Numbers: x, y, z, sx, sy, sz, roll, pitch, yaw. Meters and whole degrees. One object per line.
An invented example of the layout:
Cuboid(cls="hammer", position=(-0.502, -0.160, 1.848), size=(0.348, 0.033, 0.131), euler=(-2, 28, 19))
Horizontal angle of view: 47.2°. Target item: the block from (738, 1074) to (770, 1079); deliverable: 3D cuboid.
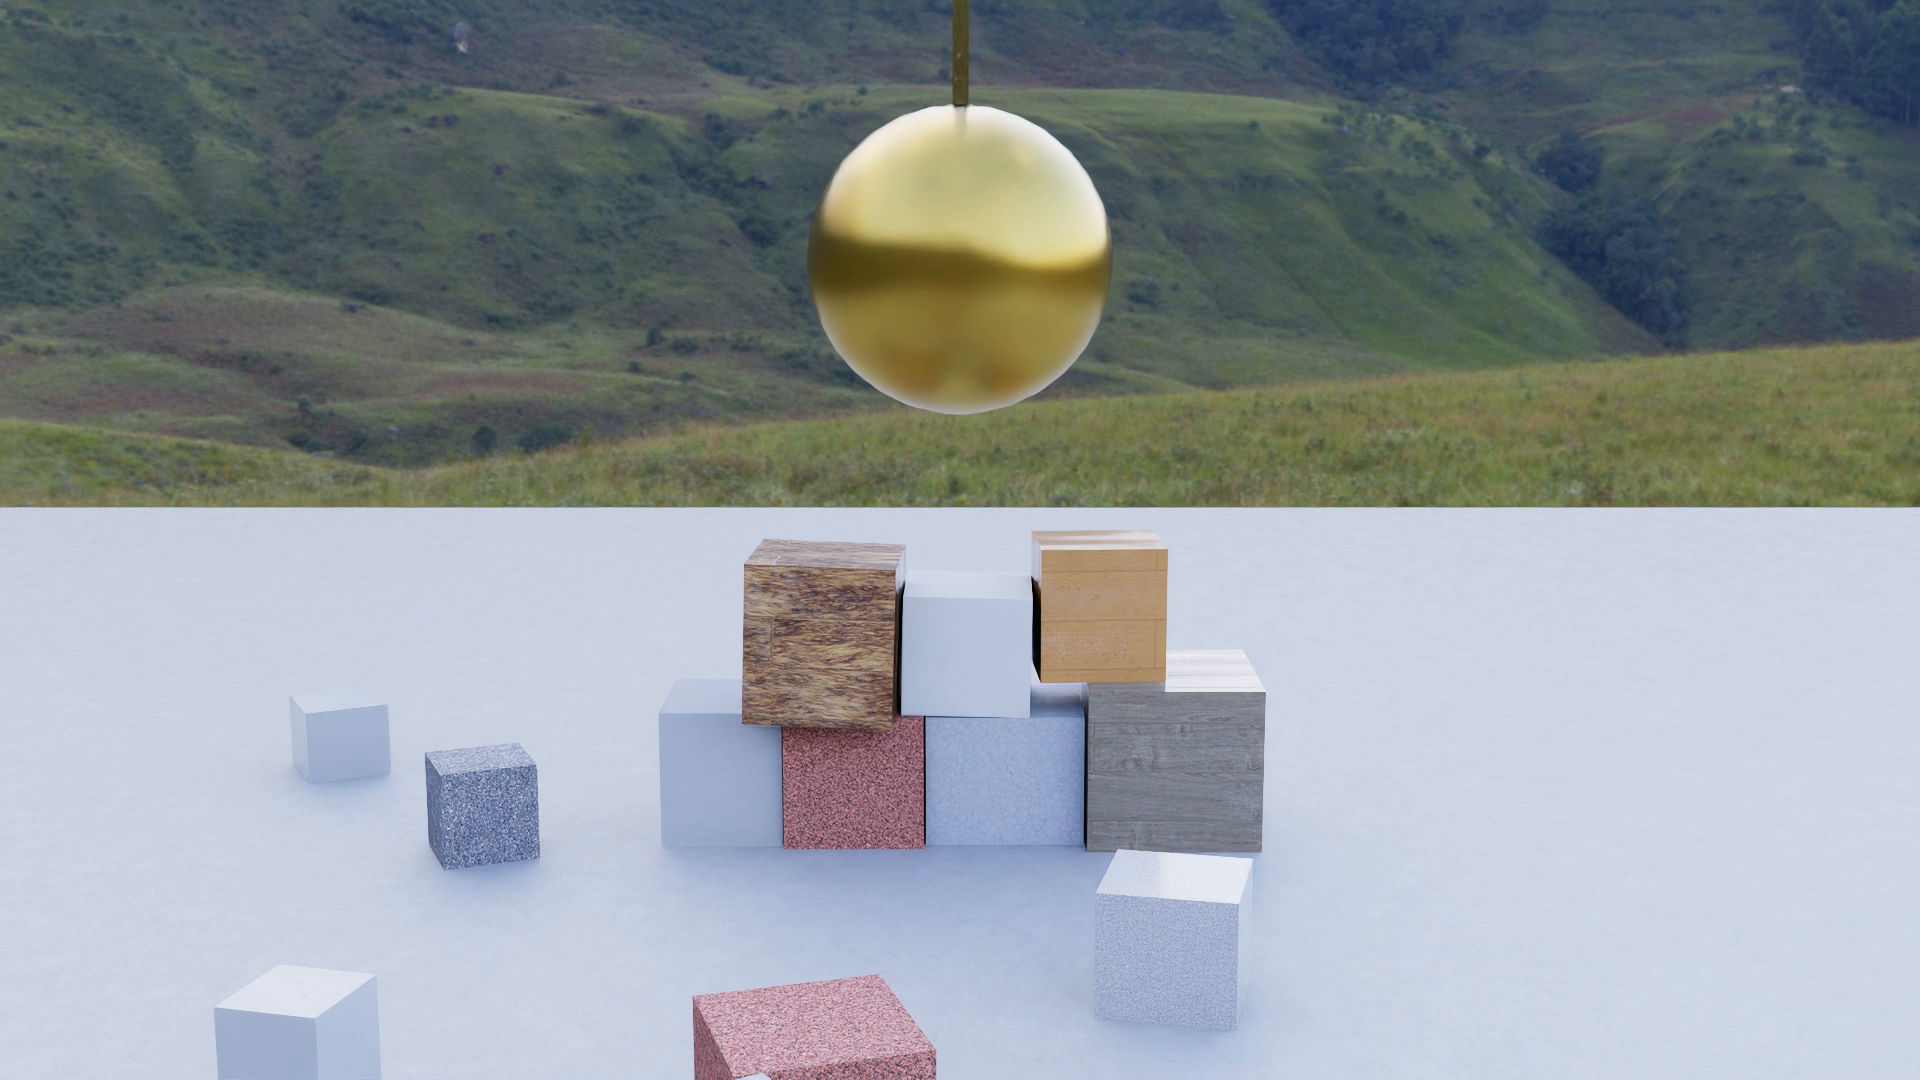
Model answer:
Cuboid(cls="block", position=(-0.757, 2.063, 6.474), size=(0.748, 0.625, 0.663), euler=(-6, 12, -32))

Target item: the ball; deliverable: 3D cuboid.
Cuboid(cls="ball", position=(0.000, -1.460, 11.477), size=(1.600, 1.600, 1.600), euler=(0, 10, 0))

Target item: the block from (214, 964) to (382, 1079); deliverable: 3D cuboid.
Cuboid(cls="block", position=(-2.388, 1.862, 7.958), size=(0.401, 0.489, 0.422), euler=(3, 11, 14))

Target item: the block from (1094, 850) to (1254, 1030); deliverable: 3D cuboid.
Cuboid(cls="block", position=(0.888, 1.638, 9.078), size=(0.574, 0.529, 0.569), euler=(2, 11, 13))

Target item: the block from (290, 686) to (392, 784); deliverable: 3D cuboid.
Cuboid(cls="block", position=(-3.508, 1.093, 12.439), size=(0.449, 0.399, 0.491), euler=(-5, 12, -26))

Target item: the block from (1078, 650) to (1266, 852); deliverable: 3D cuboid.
Cuboid(cls="block", position=(1.071, 1.072, 11.358), size=(0.872, 0.826, 0.912), euler=(0, 10, 0))

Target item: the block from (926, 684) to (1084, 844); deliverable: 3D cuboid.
Cuboid(cls="block", position=(0.226, 1.150, 11.396), size=(0.796, 0.661, 0.708), euler=(0, 10, 0))

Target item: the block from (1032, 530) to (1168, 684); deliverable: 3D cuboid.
Cuboid(cls="block", position=(0.702, 0.331, 11.232), size=(0.631, 0.677, 0.555), euler=(-1, 10, -3))

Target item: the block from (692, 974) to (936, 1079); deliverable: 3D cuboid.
Cuboid(cls="block", position=(-0.505, 1.909, 7.494), size=(0.676, 0.562, 0.704), euler=(-3, 11, -17))

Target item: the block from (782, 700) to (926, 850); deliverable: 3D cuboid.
Cuboid(cls="block", position=(-0.532, 1.148, 11.375), size=(0.701, 0.671, 0.822), euler=(0, 10, 0))

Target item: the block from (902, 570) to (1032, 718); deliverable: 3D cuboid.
Cuboid(cls="block", position=(0.039, 0.524, 11.265), size=(0.641, 0.606, 0.681), euler=(1, 10, 1))

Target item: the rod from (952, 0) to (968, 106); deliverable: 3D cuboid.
Cuboid(cls="rod", position=(0.000, -4.734, 10.563), size=(0.080, 5.200, 0.080), euler=(0, 16, 0))

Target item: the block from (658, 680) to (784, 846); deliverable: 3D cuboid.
Cuboid(cls="block", position=(-1.196, 1.140, 11.370), size=(0.613, 0.689, 0.709), euler=(0, 10, 0))

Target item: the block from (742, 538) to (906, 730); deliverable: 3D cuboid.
Cuboid(cls="block", position=(-0.670, 0.461, 10.990), size=(0.734, 0.797, 0.691), euler=(2, 10, 2))

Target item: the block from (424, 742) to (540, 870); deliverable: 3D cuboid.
Cuboid(cls="block", position=(-2.381, 1.321, 10.957), size=(0.470, 0.481, 0.438), euler=(-4, 11, -23))
